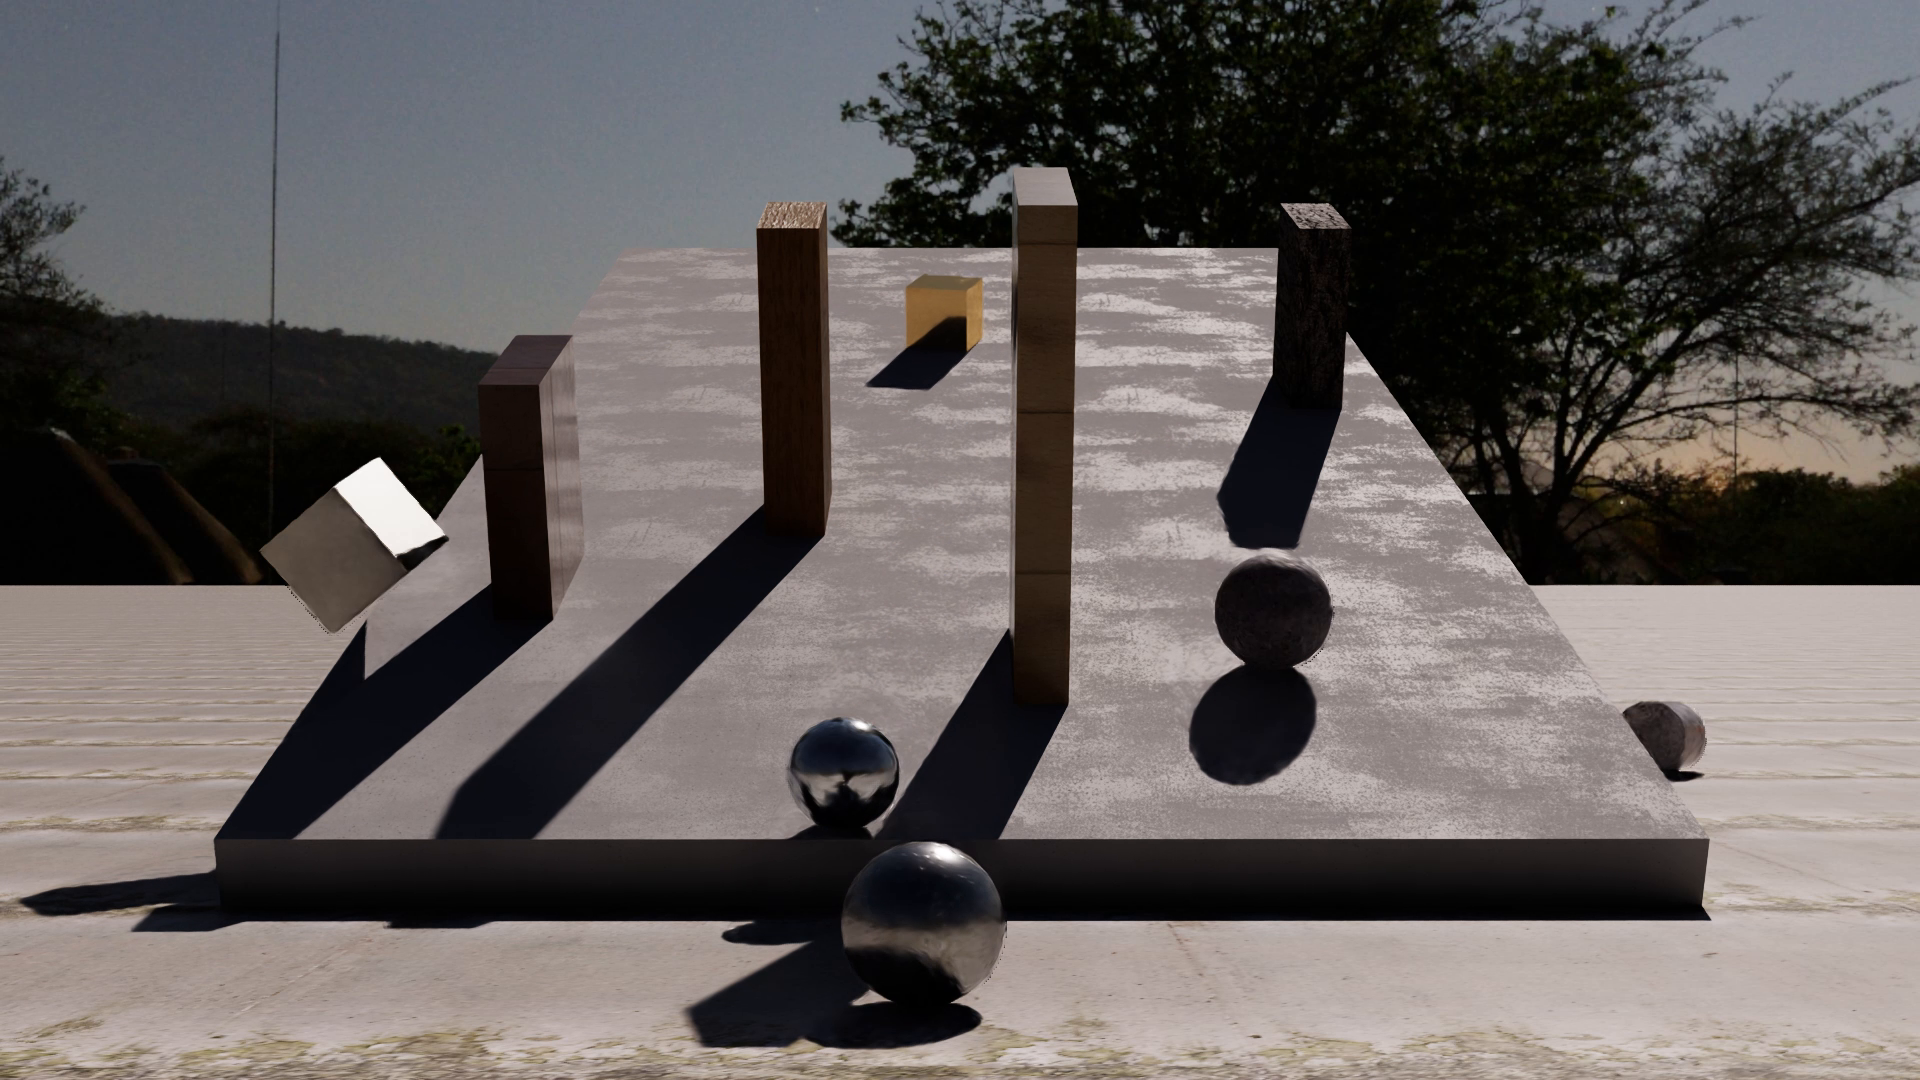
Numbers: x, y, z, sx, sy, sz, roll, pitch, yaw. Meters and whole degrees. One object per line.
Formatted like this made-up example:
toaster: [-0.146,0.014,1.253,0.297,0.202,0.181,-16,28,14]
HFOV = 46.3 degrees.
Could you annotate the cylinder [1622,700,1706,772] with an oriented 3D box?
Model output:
cylinder: [1.598,0.447,5.131,0.160,0.160,0.160,-1,-3,33]

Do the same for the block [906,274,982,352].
block: [-0.038,-0.567,5.616,0.156,0.156,0.156,5,19,14]

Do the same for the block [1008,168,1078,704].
block: [0.124,-0.165,3.473,0.084,0.768,0.328,0,19,0]

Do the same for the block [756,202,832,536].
block: [-0.309,-0.326,4.241,0.112,0.580,0.266,0,19,0]

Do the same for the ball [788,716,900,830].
ball: [-0.156,0.314,3.020,0.152,0.152,0.152,0,-1,0]

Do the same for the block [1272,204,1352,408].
block: [0.802,-0.538,5.139,0.115,0.409,0.306,0,19,0]

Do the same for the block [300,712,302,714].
block: [-1.312,0.442,4.804,0.165,0.165,0.165,0,-1,-9]

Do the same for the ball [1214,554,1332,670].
ball: [0.497,0.113,3.563,0.185,0.185,0.185,0,-1,0]

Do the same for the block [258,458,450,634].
block: [-0.995,0.008,3.702,0.180,0.180,0.180,-37,8,17]

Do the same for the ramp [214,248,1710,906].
ramp: [-0.004,-0.194,4.913,2.000,0.100,4.000,0,19,0]

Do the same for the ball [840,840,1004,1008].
ball: [-0.039,0.397,2.325,0.170,0.170,0.170,0,-1,0]

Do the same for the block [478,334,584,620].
block: [-0.735,-0.114,3.880,0.100,0.409,0.344,0,19,0]
